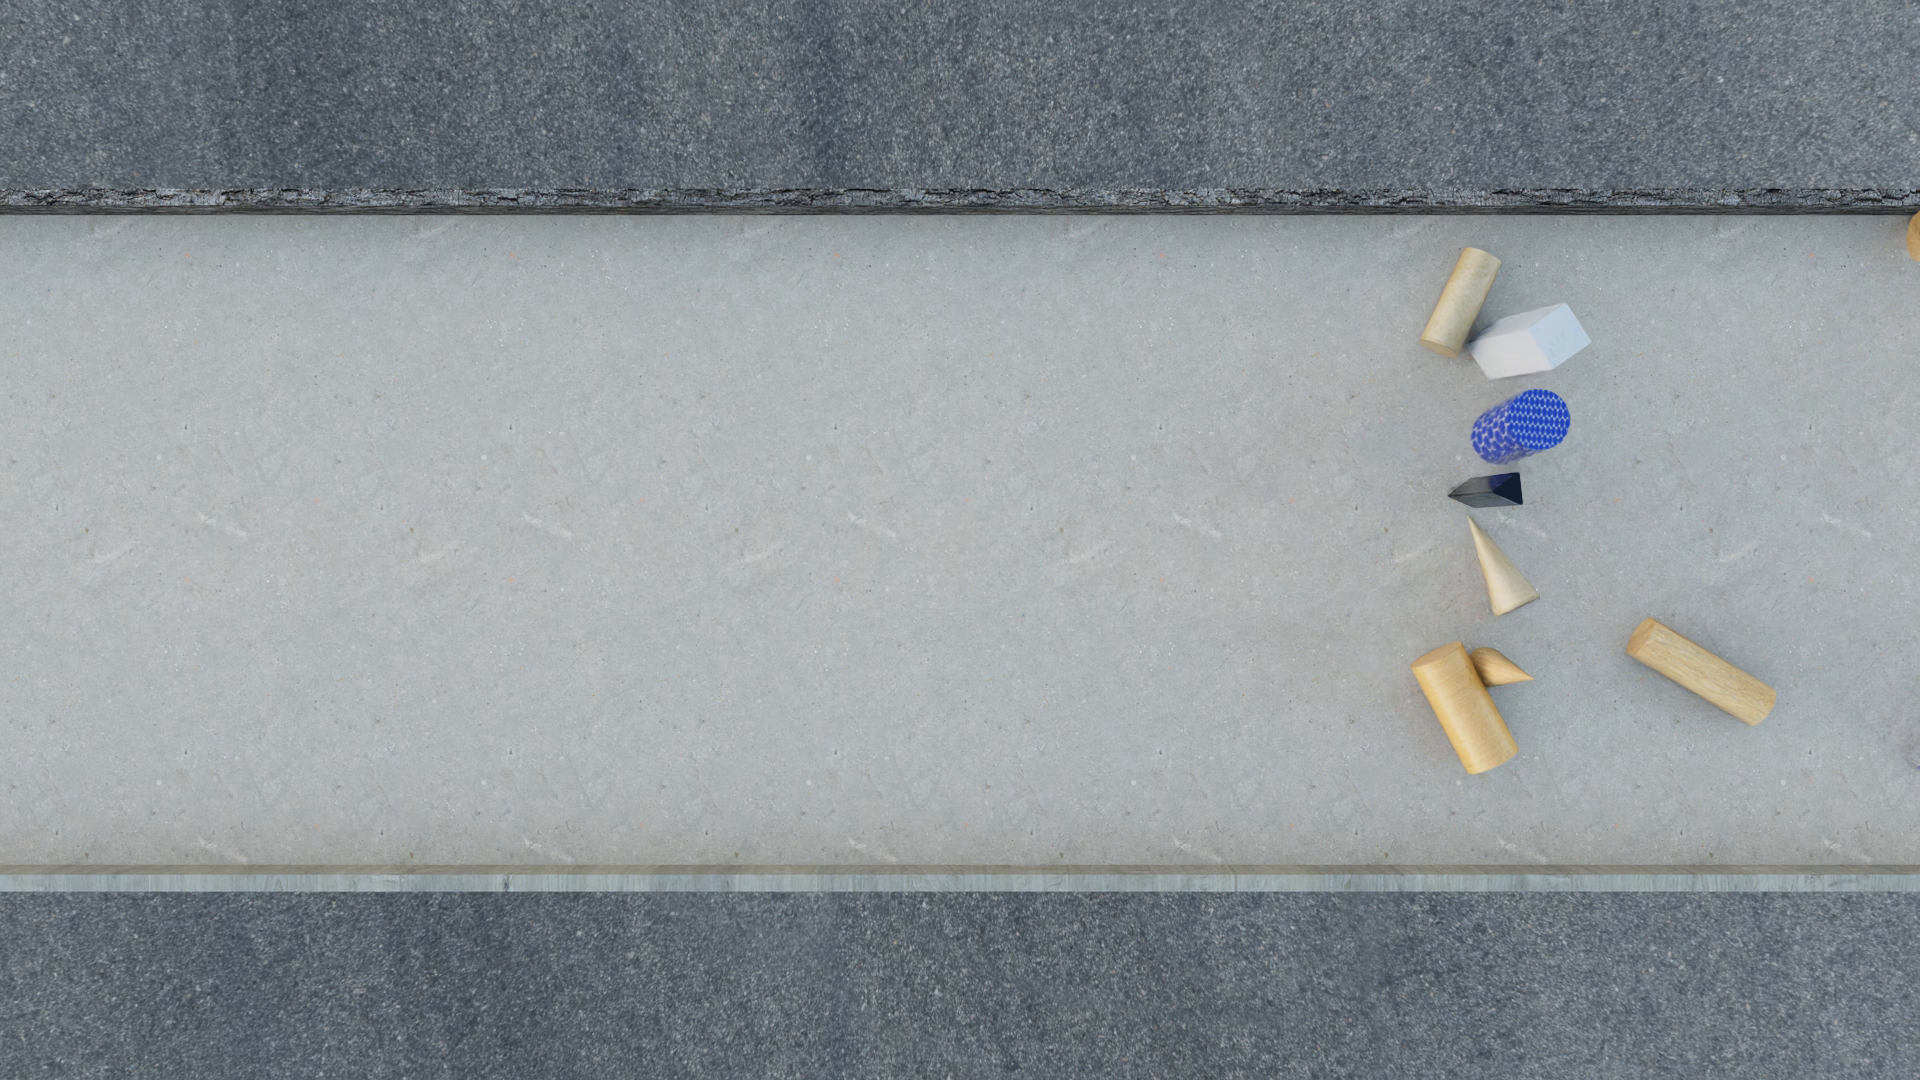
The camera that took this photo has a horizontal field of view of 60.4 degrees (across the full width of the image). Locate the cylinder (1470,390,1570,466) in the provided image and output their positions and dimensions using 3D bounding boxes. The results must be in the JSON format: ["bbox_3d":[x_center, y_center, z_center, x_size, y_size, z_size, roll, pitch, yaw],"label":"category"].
[{"bbox_3d":[1.656,-0.330,4.888,0.176,0.365,0.176,0,86,1],"label":"cylinder"}]

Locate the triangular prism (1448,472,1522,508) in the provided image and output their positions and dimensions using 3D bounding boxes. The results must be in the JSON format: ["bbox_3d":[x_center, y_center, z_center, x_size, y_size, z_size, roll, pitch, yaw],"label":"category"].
[{"bbox_3d":[1.558,-0.154,4.862,0.092,0.430,0.079,23,90,0],"label":"triangular prism"}]

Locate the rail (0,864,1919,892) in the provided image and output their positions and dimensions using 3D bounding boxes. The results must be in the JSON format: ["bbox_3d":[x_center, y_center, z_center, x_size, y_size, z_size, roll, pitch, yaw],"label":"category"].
[{"bbox_3d":[-2.247,1.025,5.001,12.000,0.150,0.050,0,90,0],"label":"rail"}]

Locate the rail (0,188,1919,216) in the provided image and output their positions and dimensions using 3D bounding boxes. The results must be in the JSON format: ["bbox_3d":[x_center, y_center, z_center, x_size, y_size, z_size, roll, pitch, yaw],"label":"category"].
[{"bbox_3d":[-2.247,-1.025,5.002,12.000,0.150,0.050,0,90,0],"label":"rail"}]

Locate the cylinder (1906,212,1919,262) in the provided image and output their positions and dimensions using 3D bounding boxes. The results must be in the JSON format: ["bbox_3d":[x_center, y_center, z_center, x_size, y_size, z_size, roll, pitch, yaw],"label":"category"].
[{"bbox_3d":[3.121,-0.922,4.999,0.415,0.155,0.155,0,90,0],"label":"cylinder"}]

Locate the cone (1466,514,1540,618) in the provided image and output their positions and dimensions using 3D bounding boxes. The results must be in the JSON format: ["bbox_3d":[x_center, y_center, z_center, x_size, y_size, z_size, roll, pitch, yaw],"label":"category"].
[{"bbox_3d":[1.625,0.062,5.041,0.144,0.144,0.325,-25,77,0],"label":"cone"}]

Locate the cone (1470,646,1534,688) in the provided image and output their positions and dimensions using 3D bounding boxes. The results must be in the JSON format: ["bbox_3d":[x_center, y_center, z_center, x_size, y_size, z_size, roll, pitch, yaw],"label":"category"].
[{"bbox_3d":[1.619,0.392,4.860,0.126,0.433,0.126,0,90,0],"label":"cone"}]

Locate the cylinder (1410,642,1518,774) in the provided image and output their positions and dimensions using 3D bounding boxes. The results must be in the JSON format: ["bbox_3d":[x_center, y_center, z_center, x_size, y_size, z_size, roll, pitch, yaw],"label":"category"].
[{"bbox_3d":[1.526,0.507,4.993,0.169,0.169,0.363,-28,90,0],"label":"cylinder"}]

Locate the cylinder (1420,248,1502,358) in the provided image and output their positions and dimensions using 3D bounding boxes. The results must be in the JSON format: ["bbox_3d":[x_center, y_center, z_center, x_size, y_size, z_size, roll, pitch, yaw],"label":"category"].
[{"bbox_3d":[1.522,-0.721,5.015,0.123,0.123,0.310,26,90,0],"label":"cylinder"}]

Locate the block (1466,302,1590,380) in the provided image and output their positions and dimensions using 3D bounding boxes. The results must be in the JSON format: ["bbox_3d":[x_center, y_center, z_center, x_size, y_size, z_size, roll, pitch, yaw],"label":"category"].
[{"bbox_3d":[1.660,-0.579,4.842,0.134,0.455,0.134,-35,94,-3],"label":"block"}]

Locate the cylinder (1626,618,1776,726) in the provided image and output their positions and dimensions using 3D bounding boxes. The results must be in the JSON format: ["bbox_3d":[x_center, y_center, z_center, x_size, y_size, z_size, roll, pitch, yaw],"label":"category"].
[{"bbox_3d":[2.251,0.401,5.011,0.425,0.131,0.131,30,90,0],"label":"cylinder"}]

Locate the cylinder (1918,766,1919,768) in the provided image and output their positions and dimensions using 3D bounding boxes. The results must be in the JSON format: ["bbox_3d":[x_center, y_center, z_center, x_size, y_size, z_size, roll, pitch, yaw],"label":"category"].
[{"bbox_3d":[3.092,0.608,5.009,0.135,0.135,0.342,44,90,0],"label":"cylinder"}]
